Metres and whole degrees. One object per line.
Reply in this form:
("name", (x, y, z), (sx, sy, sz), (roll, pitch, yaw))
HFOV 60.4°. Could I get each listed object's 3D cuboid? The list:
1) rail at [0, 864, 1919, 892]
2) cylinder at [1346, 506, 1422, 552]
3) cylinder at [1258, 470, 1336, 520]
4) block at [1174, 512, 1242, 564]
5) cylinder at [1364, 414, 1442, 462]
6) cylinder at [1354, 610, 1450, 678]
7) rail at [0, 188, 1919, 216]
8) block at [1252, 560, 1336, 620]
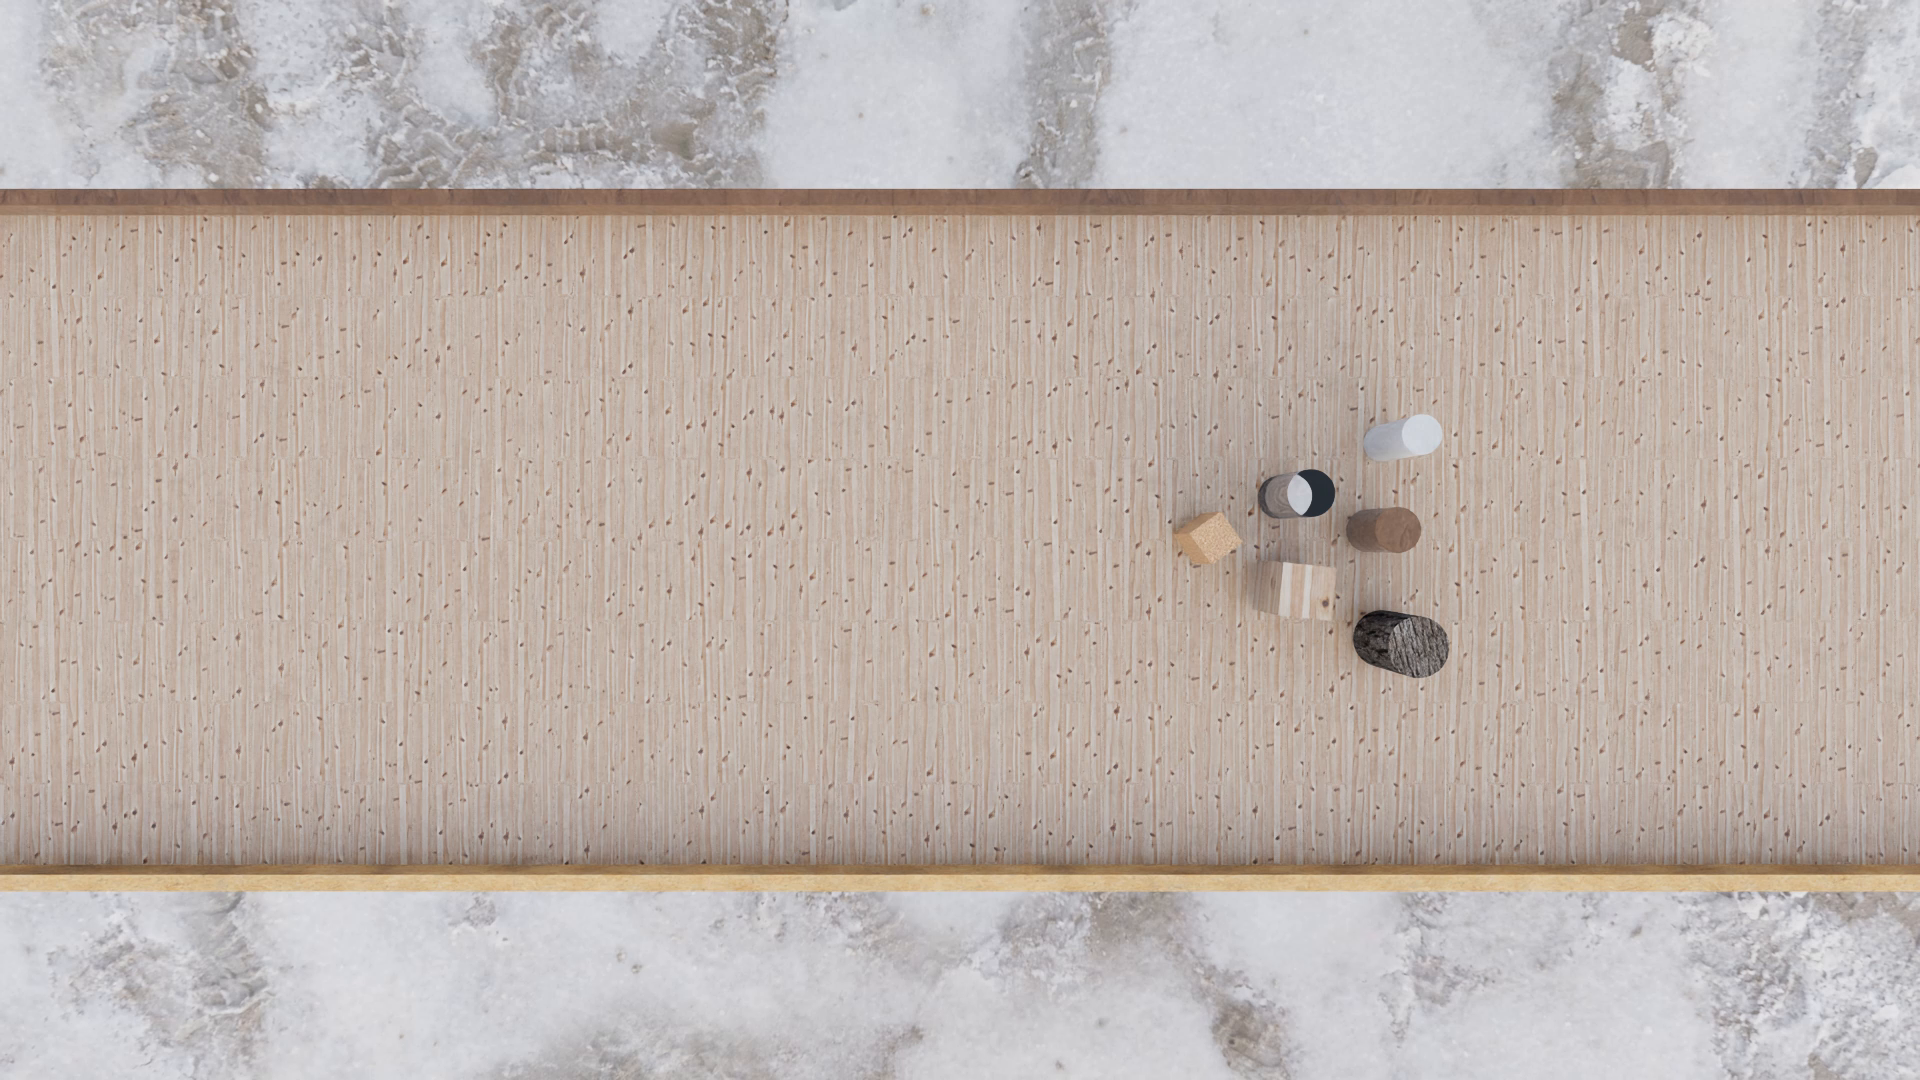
("rail", (-2.247, 1.025, 5.001), (12.000, 0.150, 0.050), (0, 90, 0))
("cylinder", (1.255, -0.029, 4.900), (0.133, 0.353, 0.133), (0, 90, 0))
("cylinder", (0.984, -0.131, 4.848), (0.135, 0.456, 0.135), (0, 90, 0))
("block", (0.732, -0.006, 4.894), (0.109, 0.365, 0.109), (-36, 90, 0))
("cylinder", (1.299, -0.297, 4.856), (0.114, 0.442, 0.114), (0, 90, 0))
("cylinder", (1.297, 0.303, 4.870), (0.175, 0.412, 0.175), (0, 90, 0))
("rail", (-2.247, -1.025, 5.002), (12.000, 0.150, 0.050), (0, 90, 0))
("block", (0.983, 0.145, 4.870), (0.151, 0.413, 0.151), (6, 90, 0))
